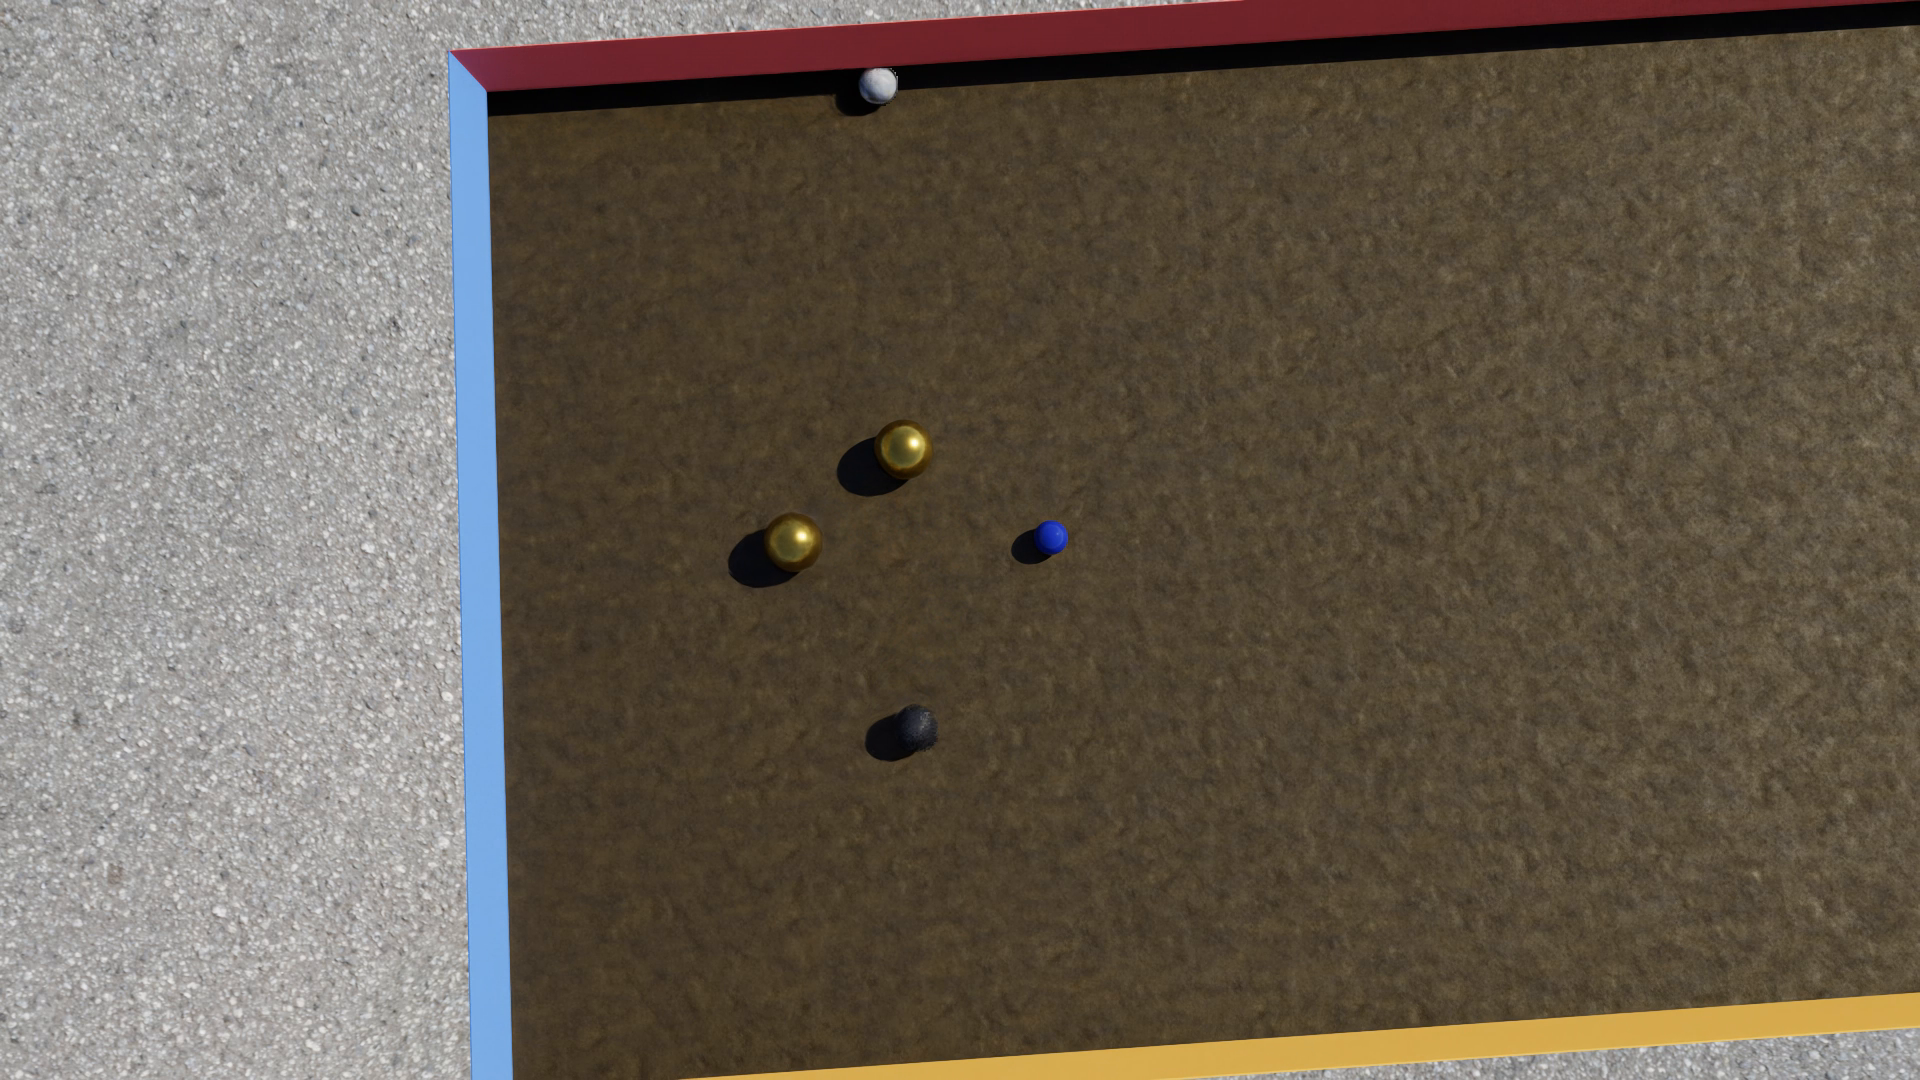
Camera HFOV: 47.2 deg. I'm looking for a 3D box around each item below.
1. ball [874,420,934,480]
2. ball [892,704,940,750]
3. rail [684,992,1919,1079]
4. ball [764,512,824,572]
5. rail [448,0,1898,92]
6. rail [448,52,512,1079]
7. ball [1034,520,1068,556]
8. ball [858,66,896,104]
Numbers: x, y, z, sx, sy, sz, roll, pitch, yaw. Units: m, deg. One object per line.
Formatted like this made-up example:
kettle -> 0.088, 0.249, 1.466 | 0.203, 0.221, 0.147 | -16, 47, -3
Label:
ball -> -0.085, -0.137, 3.320 | 0.091, 0.091, 0.091 | 0, 78, 0
ball -> -0.065, 0.277, 3.246 | 0.069, 0.069, 0.069 | 0, 78, 0
rail -> 0.784, 0.708, 3.130 | 2.932, 0.118, 0.045 | -4, 78, -1
ball -> -0.250, 0.004, 3.291 | 0.089, 0.089, 0.089 | 0, 78, 0
rail -> 0.678, -0.815, 3.445 | 2.932, 0.118, 0.045 | -4, 78, -1
rail -> -0.708, 0.043, 3.268 | 0.045, 0.118, 1.606 | -4, 78, -1
ball -> 0.137, -0.004, 3.312 | 0.053, 0.053, 0.053 | 0, 78, 0
ball -> -0.130, -0.715, 3.455 | 0.060, 0.060, 0.060 | 0, 78, 0
